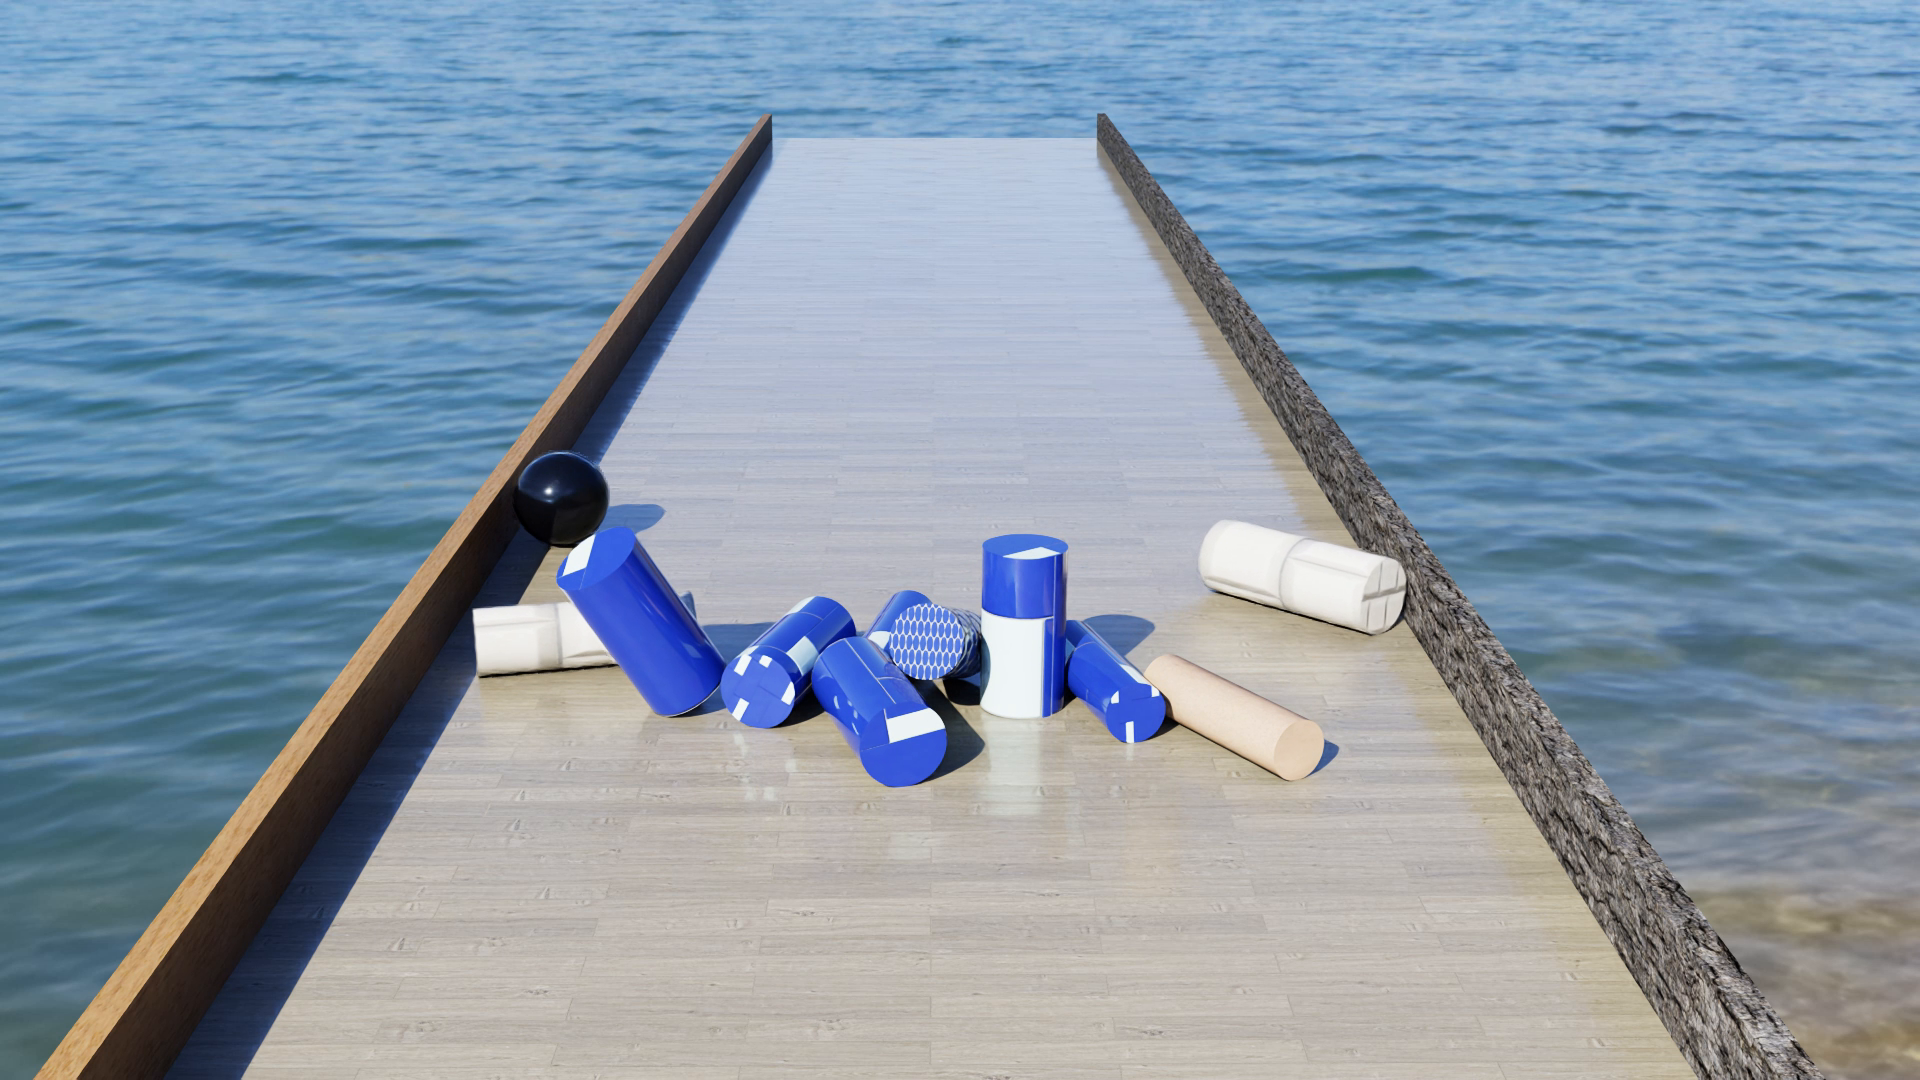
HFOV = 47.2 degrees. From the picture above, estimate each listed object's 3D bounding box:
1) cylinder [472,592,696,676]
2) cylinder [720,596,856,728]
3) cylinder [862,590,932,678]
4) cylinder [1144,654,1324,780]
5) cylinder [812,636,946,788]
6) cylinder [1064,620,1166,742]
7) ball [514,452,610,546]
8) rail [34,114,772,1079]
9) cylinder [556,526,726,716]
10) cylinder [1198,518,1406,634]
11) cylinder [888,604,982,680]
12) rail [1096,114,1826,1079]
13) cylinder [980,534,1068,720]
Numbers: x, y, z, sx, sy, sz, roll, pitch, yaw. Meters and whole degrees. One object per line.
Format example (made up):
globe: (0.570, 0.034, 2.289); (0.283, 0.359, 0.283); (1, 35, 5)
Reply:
cylinder: (-0.744, 0.186, 4.369); (0.428, 0.132, 0.132); (-4, 17, -14)
cylinder: (-0.323, 0.229, 4.202); (0.145, 0.145, 0.354); (5, 17, 15)
cylinder: (-0.134, 0.208, 4.324); (0.116, 0.116, 0.360); (3, 17, 10)
cylinder: (0.486, 0.316, 3.970); (0.111, 0.111, 0.395); (-10, 19, -29)
cylinder: (-0.149, 0.303, 3.935); (0.156, 0.156, 0.356); (-5, 17, -16)
cylinder: (0.266, 0.262, 4.145); (0.115, 0.115, 0.370); (-5, 17, -15)
ball: (-0.936, -0.097, 5.166); (0.221, 0.221, 0.221); (0, 17, 0)
rail: (-1.118, -0.838, 7.780); (0.050, 0.150, 12.000); (0, 17, -1)
cylinder: (-0.586, 0.153, 4.066); (0.166, 0.332, 0.166); (-21, 34, 15)
cylinder: (0.726, 0.075, 4.691); (0.162, 0.162, 0.425); (-16, 23, -42)
cylinder: (-0.032, 0.193, 4.148); (0.138, 0.138, 0.340); (3, -3, 10)
rail: (0.932, -0.844, 7.801); (0.050, 0.150, 12.000); (0, 17, -1)
cylinder: (0.120, 0.161, 4.132); (0.160, 0.313, 0.160); (1, 17, 0)
